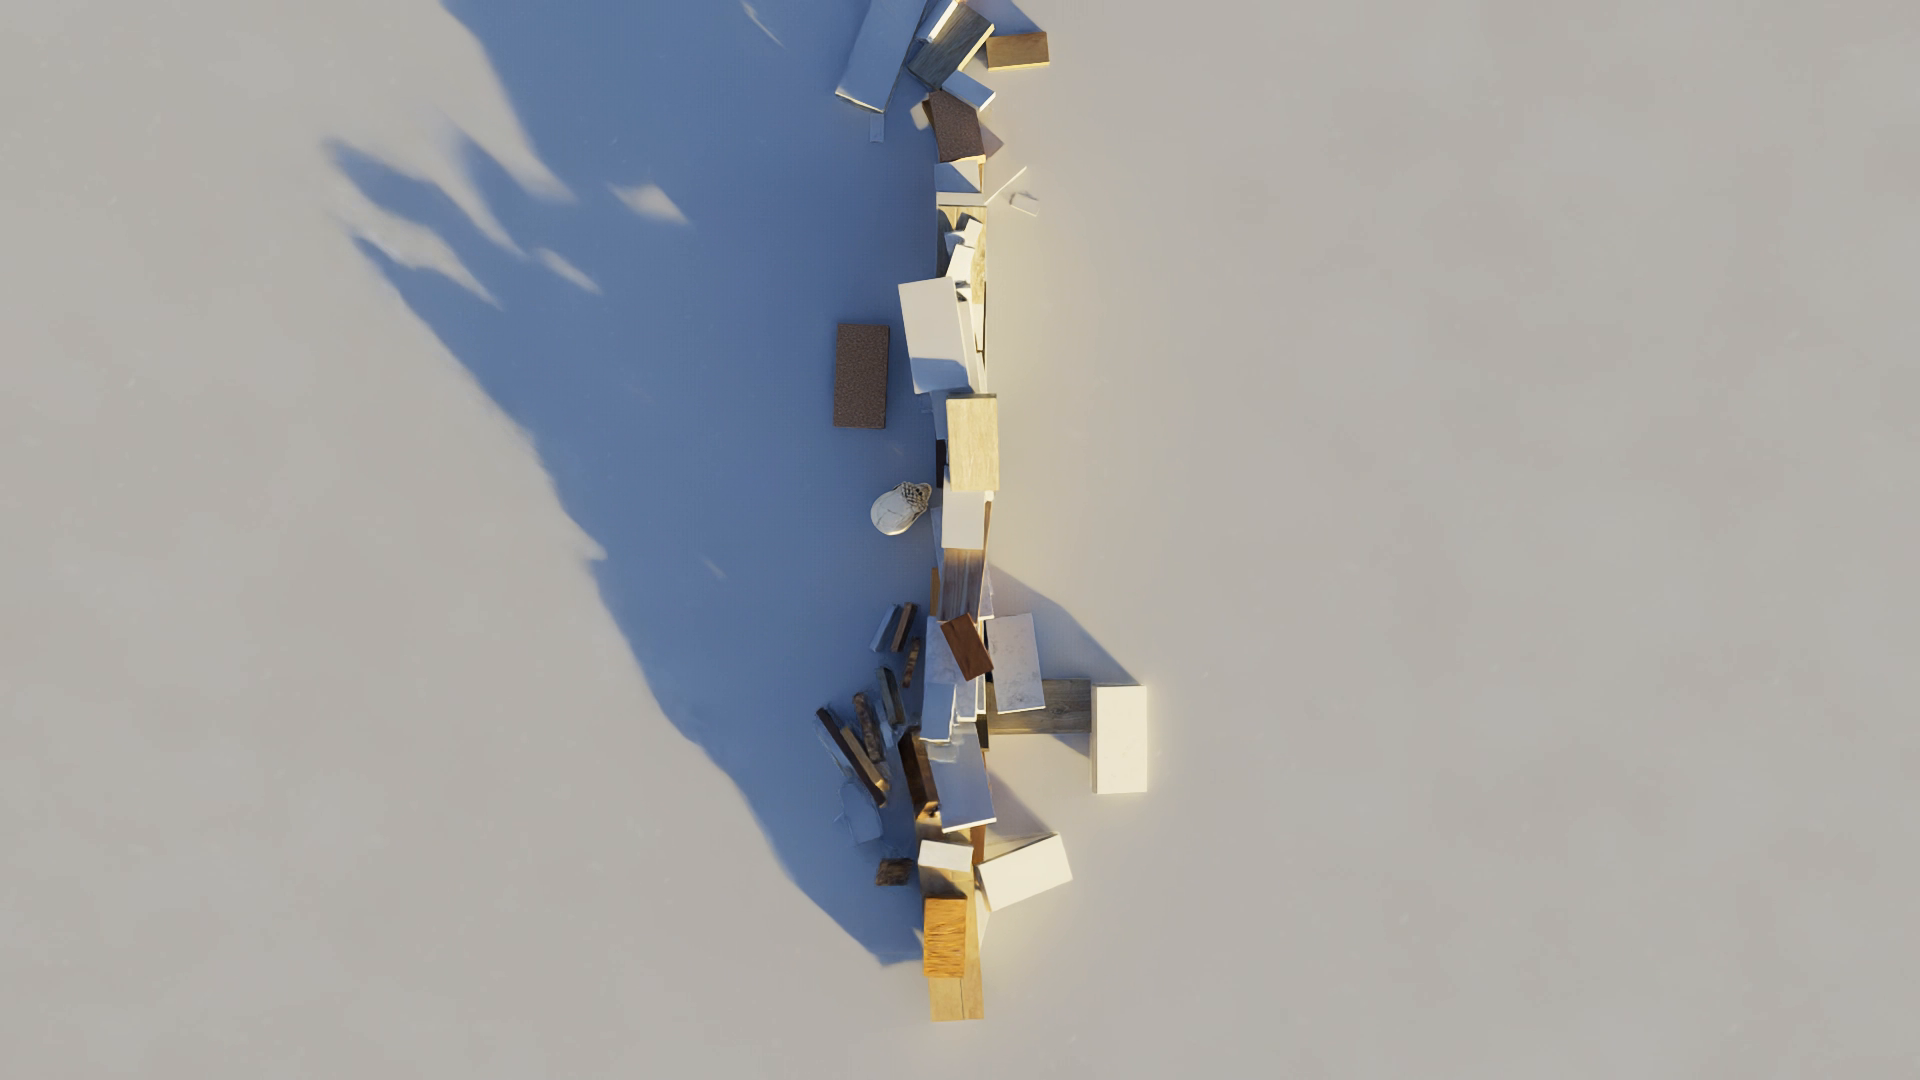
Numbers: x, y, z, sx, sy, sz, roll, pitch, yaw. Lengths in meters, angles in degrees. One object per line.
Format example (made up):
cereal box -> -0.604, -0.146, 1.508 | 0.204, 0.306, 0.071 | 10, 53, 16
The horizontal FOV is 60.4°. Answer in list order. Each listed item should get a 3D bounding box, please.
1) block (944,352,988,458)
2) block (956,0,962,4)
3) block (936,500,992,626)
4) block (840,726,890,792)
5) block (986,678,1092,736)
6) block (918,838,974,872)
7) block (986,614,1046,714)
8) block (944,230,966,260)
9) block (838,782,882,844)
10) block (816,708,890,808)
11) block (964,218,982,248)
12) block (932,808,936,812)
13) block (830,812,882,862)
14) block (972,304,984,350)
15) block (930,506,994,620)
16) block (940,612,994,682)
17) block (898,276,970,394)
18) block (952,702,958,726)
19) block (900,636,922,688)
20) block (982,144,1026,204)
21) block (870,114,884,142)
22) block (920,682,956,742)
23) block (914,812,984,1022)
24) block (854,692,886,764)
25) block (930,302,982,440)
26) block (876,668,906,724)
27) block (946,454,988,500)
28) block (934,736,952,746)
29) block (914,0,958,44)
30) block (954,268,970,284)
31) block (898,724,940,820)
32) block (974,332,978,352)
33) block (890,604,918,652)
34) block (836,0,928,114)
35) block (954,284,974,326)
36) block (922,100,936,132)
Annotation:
block -> 0.014, -0.427, 5.209 | 0.154, 0.044, 0.309 | -8, 98, 5
block -> 0.028, -1.888, 5.468 | 0.080, 0.023, 0.228 | 33, 90, 34
block -> 0.014, 0.068, 5.313 | 0.132, 0.037, 0.407 | 6, 77, 5
block -> -0.311, 0.718, 5.401 | 0.031, 0.111, 0.221 | -36, 64, -3
block -> 0.260, 0.554, 5.475 | 0.349, 0.049, 0.175 | -1, 90, 0
block -> -0.046, 1.012, 5.305 | 0.167, 0.024, 0.084 | 9, 100, -2
block -> 0.181, 0.408, 5.442 | 0.155, 0.044, 0.311 | -7, 77, -1
block -> -0.009, -0.897, 5.099 | 0.060, 0.017, 0.120 | -9, 123, 6
block -> -0.331, 0.903, 5.467 | 0.096, 0.027, 0.192 | -16, 84, -12
block -> -0.351, 0.714, 5.406 | 0.027, 0.096, 0.375 | -35, 76, -4
block -> 0.033, -0.943, 5.098 | 0.045, 0.013, 0.091 | 21, 109, -7
block -> -0.058, 0.929, 5.397 | 0.134, 0.038, 0.268 | -5, 89, 1
block -> -0.345, 0.982, 5.488 | 0.084, 0.024, 0.167 | -44, 90, 0
block -> -0.001, -0.759, 5.243 | 0.151, 0.043, 0.302 | 1, 111, 0
block -> 0.006, 0.075, 5.355 | 0.155, 0.044, 0.382 | -8, 76, 2
block -> 0.023, 0.340, 5.237 | 0.098, 0.028, 0.196 | -25, 92, 7
block -> -0.079, -0.633, 5.092 | 0.169, 0.048, 0.338 | -8, 98, 5
block -> -0.039, 0.538, 5.223 | 0.054, 0.015, 0.108 | -10, 69, 1
block -> -0.164, 0.404, 5.458 | 0.023, 0.082, 0.164 | 14, 90, -8
block -> 0.110, -1.211, 5.486 | 0.203, 0.029, 0.102 | -42, 90, 0
block -> -0.276, -1.374, 5.494 | 0.045, 0.013, 0.091 | 1, 90, 0
block -> -0.068, 0.543, 5.199 | 0.091, 0.026, 0.182 | 3, 69, 12
block -> -0.033, 1.229, 5.382 | 0.175, 0.049, 0.706 | -4, 100, 1
block -> -0.298, 0.618, 5.418 | 0.031, 0.111, 0.221 | -17, 75, 4
block -> -0.021, -0.529, 5.151 | 0.154, 0.044, 0.414 | -7, 99, 5
block -> -0.226, 0.516, 5.434 | 0.026, 0.091, 0.182 | -19, 77, 15
block -> 0.024, -0.256, 5.276 | 0.132, 0.037, 0.264 | 2, 99, 4
block -> -0.060, 0.605, 5.290 | 0.054, 0.015, 0.108 | -9, 73, 3
block -> -0.079, -1.722, 5.462 | 0.023, 0.080, 0.159 | 35, 90, -39
block -> 0.002, -0.821, 5.128 | 0.060, 0.017, 0.120 | 1, 123, 0
block -> -0.134, 0.744, 5.287 | 0.038, 0.134, 0.268 | -3, 58, -22
block -> 0.024, -0.488, 5.286 | 0.091, 0.026, 0.347 | -5, 112, 4
block -> -0.184, 0.291, 5.458 | 0.023, 0.082, 0.164 | 19, 90, 13
block -> -0.225, -1.724, 5.476 | 0.169, 0.048, 0.589 | 22, 90, 0
block -> -0.007, -0.723, 5.179 | 0.091, 0.183, 0.026 | -3, 46, 2
block -> -0.040, -1.378, 5.440 | 0.102, 0.029, 0.203 | -21, 67, -8
